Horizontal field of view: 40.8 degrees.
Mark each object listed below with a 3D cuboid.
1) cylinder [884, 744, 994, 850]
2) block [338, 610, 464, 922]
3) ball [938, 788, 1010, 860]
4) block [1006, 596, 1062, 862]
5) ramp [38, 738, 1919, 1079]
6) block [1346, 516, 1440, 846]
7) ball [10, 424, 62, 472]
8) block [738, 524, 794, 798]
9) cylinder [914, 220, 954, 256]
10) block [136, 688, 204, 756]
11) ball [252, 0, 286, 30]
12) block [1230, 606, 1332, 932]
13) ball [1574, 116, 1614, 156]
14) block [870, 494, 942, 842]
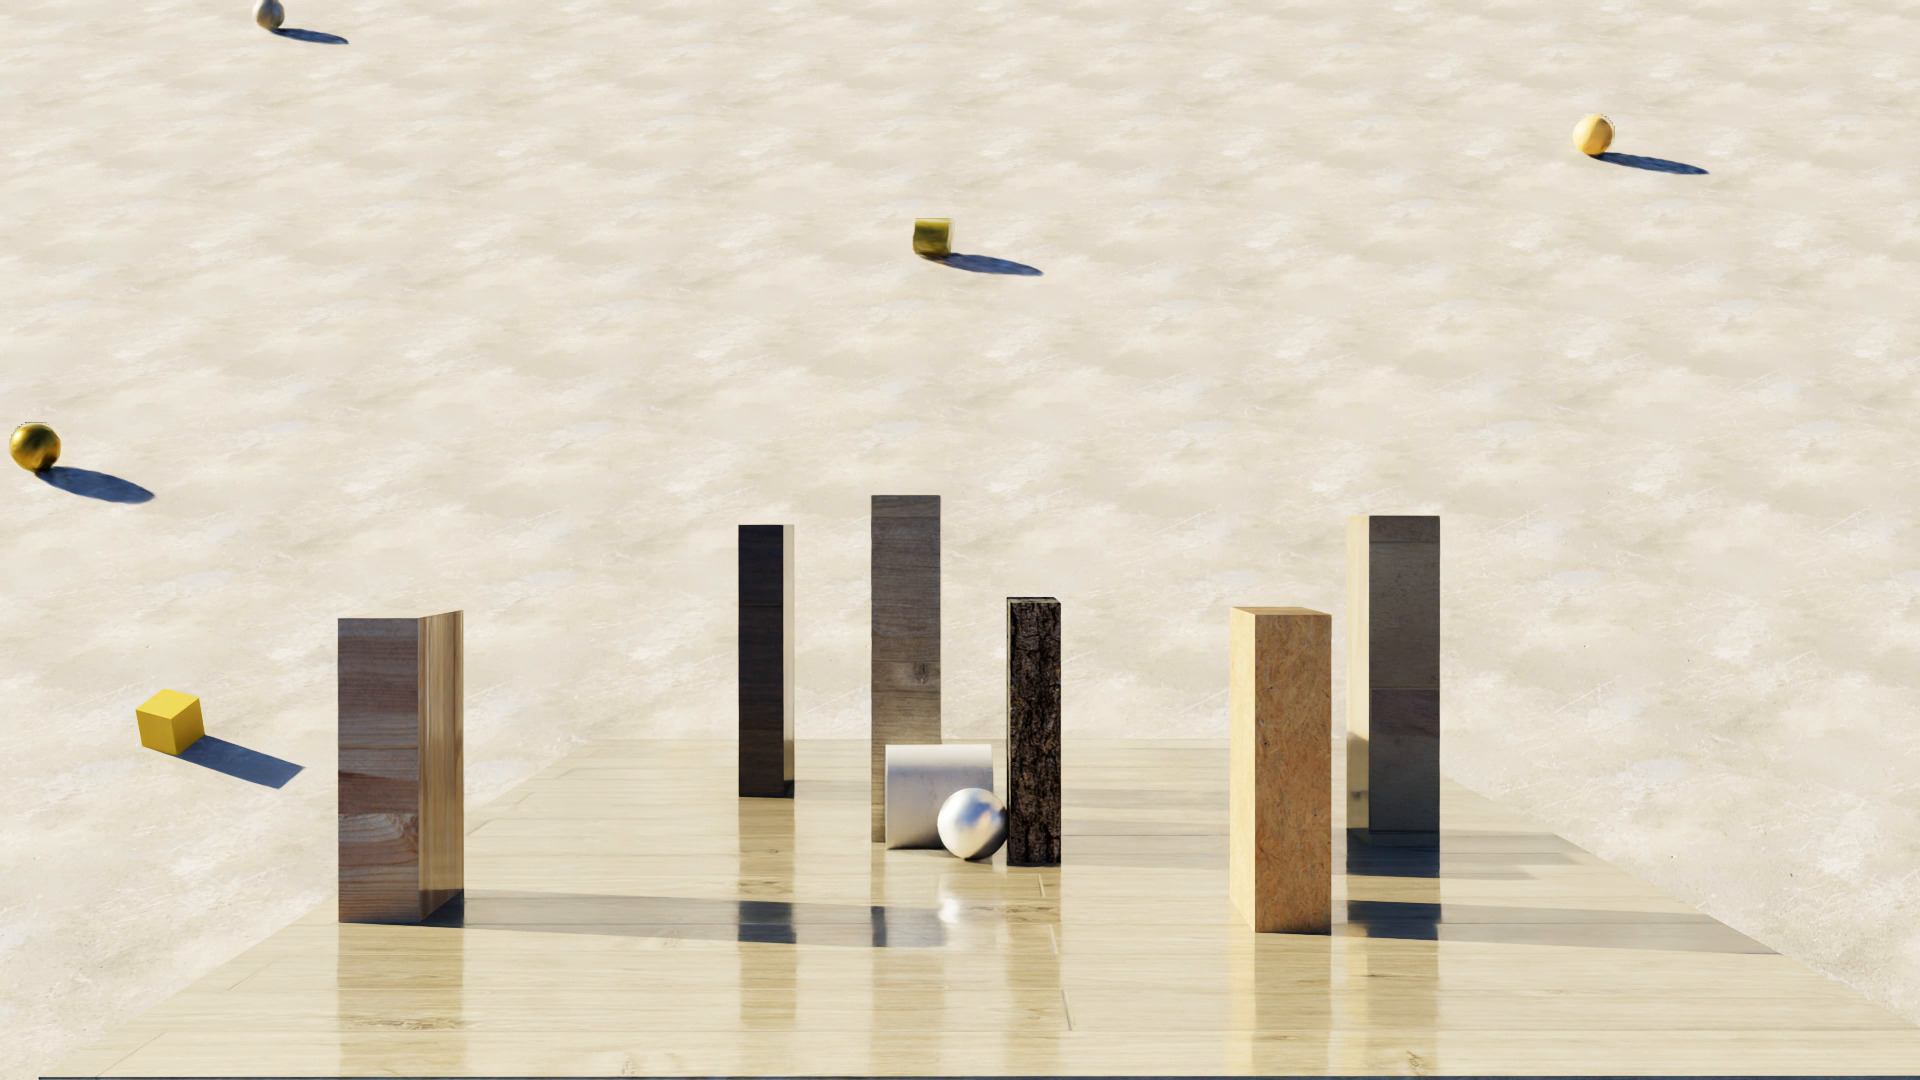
[{"bbox_3d":[-0.037,0.439,4.417,0.179,0.179,0.179,0,29,-3],"label":"cylinder"},{"bbox_3d":[-0.814,0.321,3.780,0.113,0.426,0.333,0,0,0],"label":"block"},{"bbox_3d":[0.023,0.470,4.275,0.119,0.119,0.119,0,29,0],"label":"ball"},{"bbox_3d":[0.124,0.315,4.403,0.084,0.426,0.324,0,0,0],"label":"block"},{"bbox_3d":[0.064,0.576,4.620,2.000,0.100,4.000,0,0,0],"label":"ramp"},{"bbox_3d":[0.765,0.241,4.581,0.123,0.570,0.256,0,0,0],"label":"block"},{"bbox_3d":[-2.900,-0.289,8.112,0.152,0.152,0.152,0,29,0],"label":"ball"},{"bbox_3d":[-0.404,0.243,5.412,0.092,0.553,0.349,0,0,0],"label":"block"},{"bbox_3d":[-0.100,-1.131,9.677,0.130,0.130,0.130,4,29,8],"label":"cylinder"},{"bbox_3d":[-2.061,0.475,6.748,0.114,0.114,0.114,12,31,21],"label":"block"},{"bbox_3d":[-3.238,-2.466,12.112,0.150,0.150,0.150,0,29,0],"label":"ball"},{"bbox_3d":[0.454,0.317,3.683,0.105,0.434,0.320,0,0,0],"label":"block"},{"bbox_3d":[2.602,-1.661,10.624,0.160,0.160,0.160,0,29,0],"label":"ball"},{"bbox_3d":[-0.094,0.223,4.711,0.122,0.606,0.412,0,0,0],"label":"block"}]
